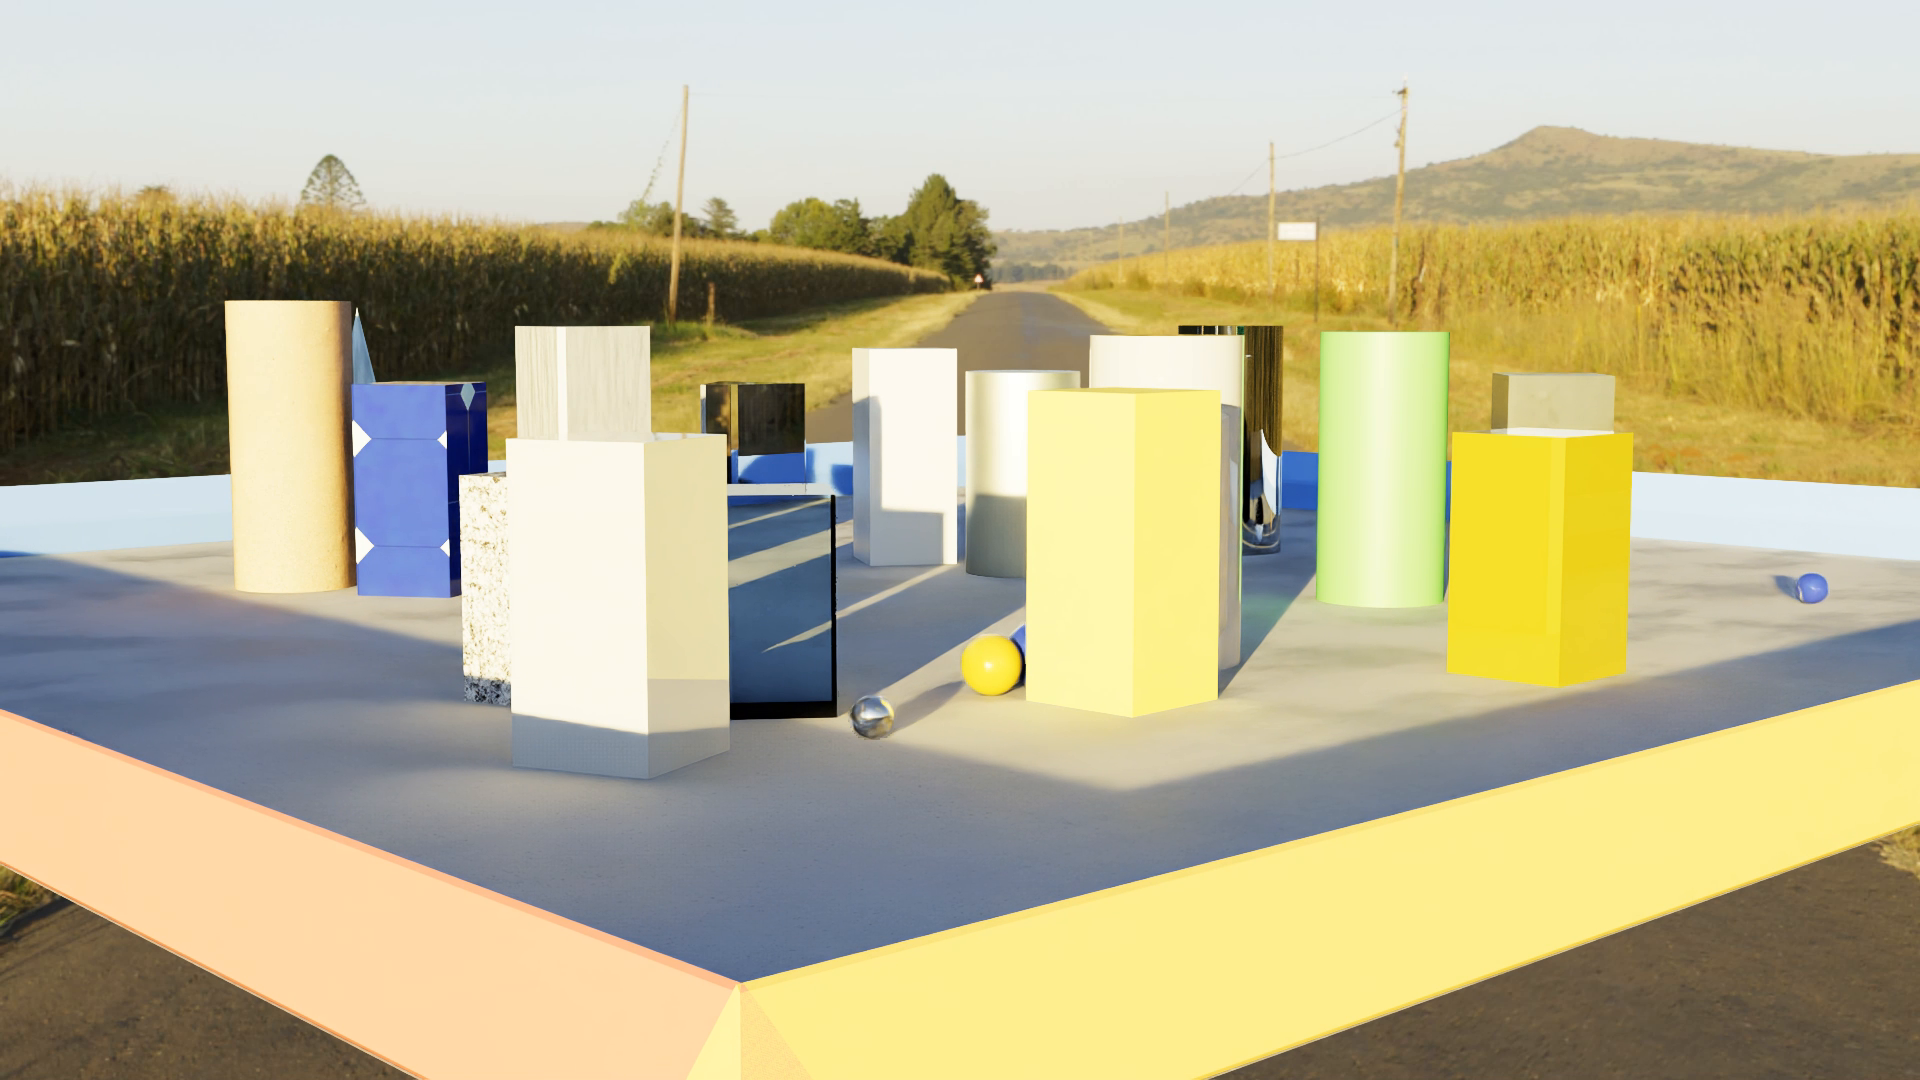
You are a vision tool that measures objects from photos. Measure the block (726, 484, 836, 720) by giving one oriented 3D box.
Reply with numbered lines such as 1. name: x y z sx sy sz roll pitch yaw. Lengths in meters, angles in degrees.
1. block: -0.220 0.065 2.459 0.155 0.245 0.155 -1 6 -6

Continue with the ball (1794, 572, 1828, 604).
1. ball: 1.289 0.073 3.328 0.048 0.048 0.048 0 6 0

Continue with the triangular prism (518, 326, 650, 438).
1. triangular prism: -0.500 -0.057 2.778 0.145 0.423 0.167 4 7 31

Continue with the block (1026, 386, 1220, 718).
1. block: 0.185 0.007 2.496 0.155 0.353 0.155 6 8 43

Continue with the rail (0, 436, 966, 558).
1. rail: -1.084 -0.090 4.501 3.276 0.126 0.045 -6 8 -42

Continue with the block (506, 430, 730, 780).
1. block: -0.335 0.058 2.174 0.155 0.320 0.155 3 7 24

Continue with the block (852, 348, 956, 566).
1. block: -0.099 -0.151 3.897 0.155 0.375 0.155 -1 6 -14

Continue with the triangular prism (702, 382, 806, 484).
1. triangular prism: -0.345 -0.080 3.432 0.167 0.331 0.145 -3 7 -26

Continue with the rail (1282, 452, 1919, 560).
1. rail: 1.186 -0.082 4.421 0.045 0.126 3.245 -6 8 -42

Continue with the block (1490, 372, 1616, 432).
1. block: 0.898 -0.079 3.353 0.155 0.346 0.155 0 6 5

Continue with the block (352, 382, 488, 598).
1. block: -0.848 -0.083 3.472 0.155 0.328 0.155 1 6 11

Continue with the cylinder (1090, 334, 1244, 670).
1. cylinder: 0.259 -0.052 2.774 0.193 0.412 0.193 0 6 0

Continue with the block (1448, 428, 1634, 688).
1. block: 0.708 0.016 2.688 0.155 0.295 0.155 -6 8 -44

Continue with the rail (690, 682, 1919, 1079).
1. rail: 1.084 0.155 2.164 3.276 0.126 0.045 -6 8 -42

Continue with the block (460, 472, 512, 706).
1. block: -0.460 0.052 2.524 0.155 0.258 0.155 3 7 30

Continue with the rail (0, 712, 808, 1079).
1. rail: -1.186 0.147 2.243 0.045 0.126 3.245 -6 8 -42

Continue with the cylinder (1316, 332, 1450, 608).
1. cylinder: 0.646 -0.113 3.366 0.193 0.410 0.193 0 6 0

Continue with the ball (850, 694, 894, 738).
1. ball: -0.091 0.184 2.285 0.046 0.046 0.046 0 6 0

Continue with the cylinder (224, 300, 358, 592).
1. cylinder: -1.072 -0.154 3.533 0.193 0.457 0.193 0 6 0

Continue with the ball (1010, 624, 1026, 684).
1. ball: 0.093 0.134 2.593 0.080 0.080 0.080 0 6 0

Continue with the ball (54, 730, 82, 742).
1. ball: -0.789 0.206 1.903 0.082 0.082 0.082 0 6 0

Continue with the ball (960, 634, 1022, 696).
1. ball: 0.036 0.144 2.544 0.072 0.072 0.072 0 6 0

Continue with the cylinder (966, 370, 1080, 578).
1. cylinder: 0.106 -0.115 3.725 0.193 0.340 0.193 0 6 0

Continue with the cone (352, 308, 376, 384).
1. cone: -1.040 -0.179 3.818 0.193 0.447 0.193 0 6 0

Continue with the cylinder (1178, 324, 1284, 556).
1. cylinder: 0.497 -0.187 4.053 0.193 0.415 0.193 0 6 0
